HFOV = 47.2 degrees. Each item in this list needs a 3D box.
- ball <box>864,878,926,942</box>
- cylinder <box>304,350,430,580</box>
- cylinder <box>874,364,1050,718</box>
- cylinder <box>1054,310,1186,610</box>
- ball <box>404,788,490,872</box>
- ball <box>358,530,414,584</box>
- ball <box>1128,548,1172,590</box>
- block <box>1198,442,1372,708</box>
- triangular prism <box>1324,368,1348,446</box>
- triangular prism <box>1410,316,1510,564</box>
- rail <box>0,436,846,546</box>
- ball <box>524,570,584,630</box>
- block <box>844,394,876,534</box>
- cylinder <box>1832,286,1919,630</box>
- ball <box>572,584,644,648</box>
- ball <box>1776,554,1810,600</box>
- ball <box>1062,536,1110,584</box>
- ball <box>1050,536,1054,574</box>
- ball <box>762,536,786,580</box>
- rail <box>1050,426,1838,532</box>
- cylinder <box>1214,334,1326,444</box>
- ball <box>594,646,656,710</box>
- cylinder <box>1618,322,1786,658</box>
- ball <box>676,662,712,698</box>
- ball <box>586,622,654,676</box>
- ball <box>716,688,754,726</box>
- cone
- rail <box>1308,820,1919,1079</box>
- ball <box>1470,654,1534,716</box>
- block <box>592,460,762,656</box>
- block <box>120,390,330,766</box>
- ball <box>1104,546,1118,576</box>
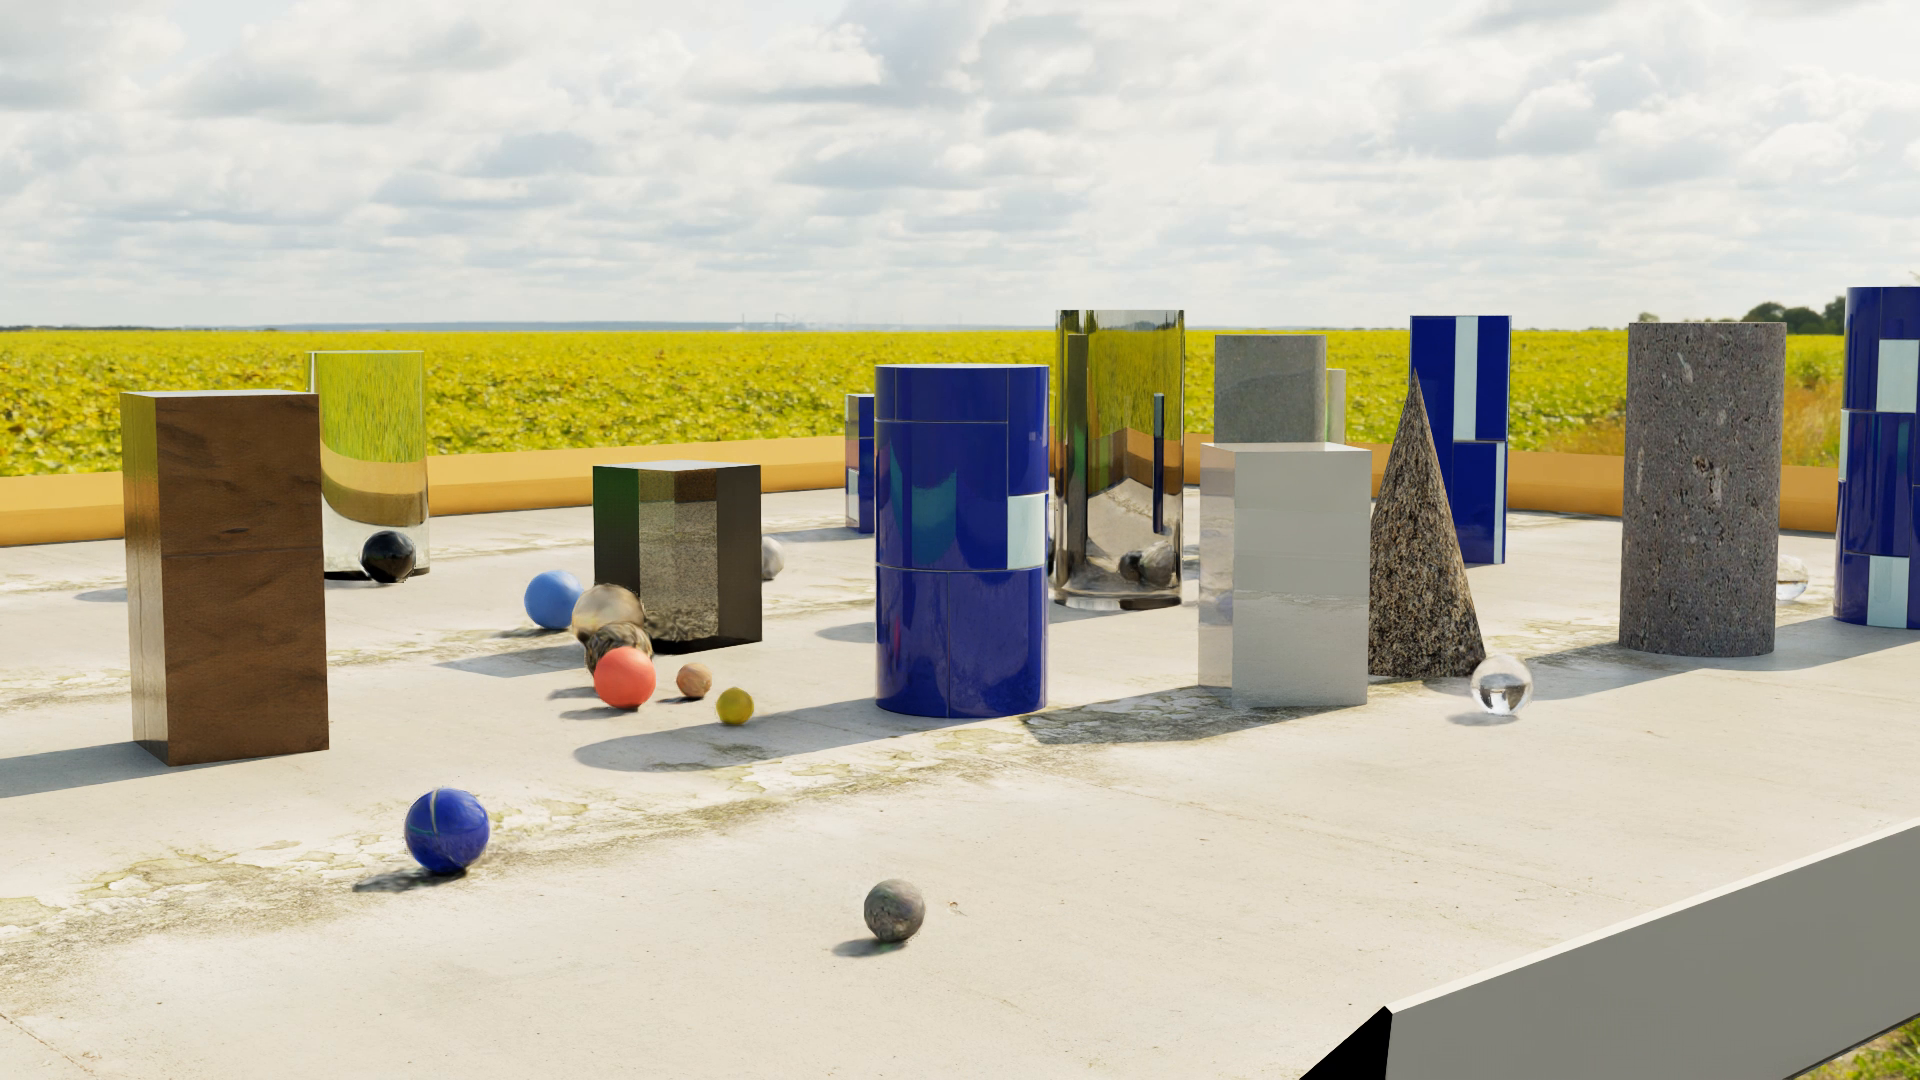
[{"bbox_3d":[-0.046,0.262,1.556,0.044,0.044,0.044,0,6,0],"label":"ball"},{"bbox_3d":[-1.001,-0.130,3.716,0.197,0.375,0.197,0,6,0],"label":"cylinder"},{"bbox_3d":[0.002,-0.005,2.484,0.197,0.383,0.197,0,6,0],"label":"cylinder"},{"bbox_3d":[0.242,-0.127,3.349,0.197,0.445,0.197,0,6,0],"label":"cylinder"},{"bbox_3d":[-0.407,0.230,1.747,0.067,0.067,0.067,0,6,0],"label":"ball"},{"bbox_3d":[-0.936,0.027,3.591,0.089,0.089,0.089,0,6,0],"label":"ball"},{"bbox_3d":[0.303,0.046,3.506,0.069,0.069,0.069,0,6,0],"label":"ball"},{"bbox_3d":[0.373,0.036,2.544,0.158,0.288,0.158,-1,6,-8],"label":"block"},{"bbox_3d":[0.657,-0.170,4.307,0.171,0.331,0.148,0,6,0],"label":"triangular prism"},{"bbox_3d":[0.898,-0.185,3.948,0.171,0.436,0.148,2,6,16],"label":"triangular prism"},{"bbox_3d":[-1.240,-0.106,4.668,4.071,0.128,0.045,-5,8,-42],"label":"rail"},{"bbox_3d":[-0.566,0.084,3.072,0.084,0.084,0.084,0,6,0],"label":"ball"},{"bbox_3d":[-0.142,-0.158,4.474,0.158,0.273,0.158,-1,6,-13],"label":"block"},{"bbox_3d":[1.363,-0.122,3.143,0.197,0.477,0.197,0,6,0],"label":"cylinder"},{"bbox_3d":[-0.456,0.103,2.848,0.093,0.093,0.093,0,6,0],"label":"ball"},{"bbox_3d":[1.269,0.058,3.384,0.070,0.070,0.070,0,6,0],"label":"ball"},{"bbox_3d":[0.205,0.033,3.586,0.077,0.077,0.077,0,6,0],"label":"ball"},{"bbox_3d":[0.109,0.025,3.562,0.099,0.099,0.099,0,6,0],"label":"ball"},{"bbox_3d":[-0.325,0.030,3.654,0.070,0.070,0.070,0,6,0],"label":"ball"},{"bbox_3d":[1.479,-0.108,4.689,0.045,0.128,3.704,-5,8,-42],"label":"rail"},{"bbox_3d":[0.550,-0.164,3.913,0.197,0.401,0.197,0,6,0],"label":"cylinder"},{"bbox_3d":[-0.375,0.155,2.462,0.070,0.070,0.070,0,6,0],"label":"ball"},{"bbox_3d":[0.979,-0.072,2.905,0.197,0.428,0.197,0,6,0],"label":"cylinder"},{"bbox_3d":[-0.306,0.161,2.532,0.042,0.042,0.042,0,6,0],"label":"ball"},{"bbox_3d":[-0.402,0.136,2.598,0.079,0.079,0.079,0,6,0],"label":"ball"},{"bbox_3d":[-0.242,0.179,2.365,0.041,0.041,0.041,0,6,0],"label":"ball"},{"bbox_3d":[0.565,-0.029,2.751,0.197,0.375,0.197,0,6,0],"label":"cone"},{"bbox_3d":[1.240,0.173,1.996,4.071,0.128,0.045,-5,8,-42],"label":"rail"},{"bbox_3d":[0.597,0.160,2.422,0.068,0.068,0.068,0,6,0],"label":"ball"},{"bbox_3d":[-0.377,0.019,2.944,0.158,0.239,0.158,5,8,39],"label":"block"},{"bbox_3d":[-0.750,0.031,2.241,0.158,0.361,0.158,-4,7,-32],"label":"block"},{"bbox_3d":[0.238,0.035,3.683,0.053,0.053,0.053,0,6,0],"label":"ball"}]
